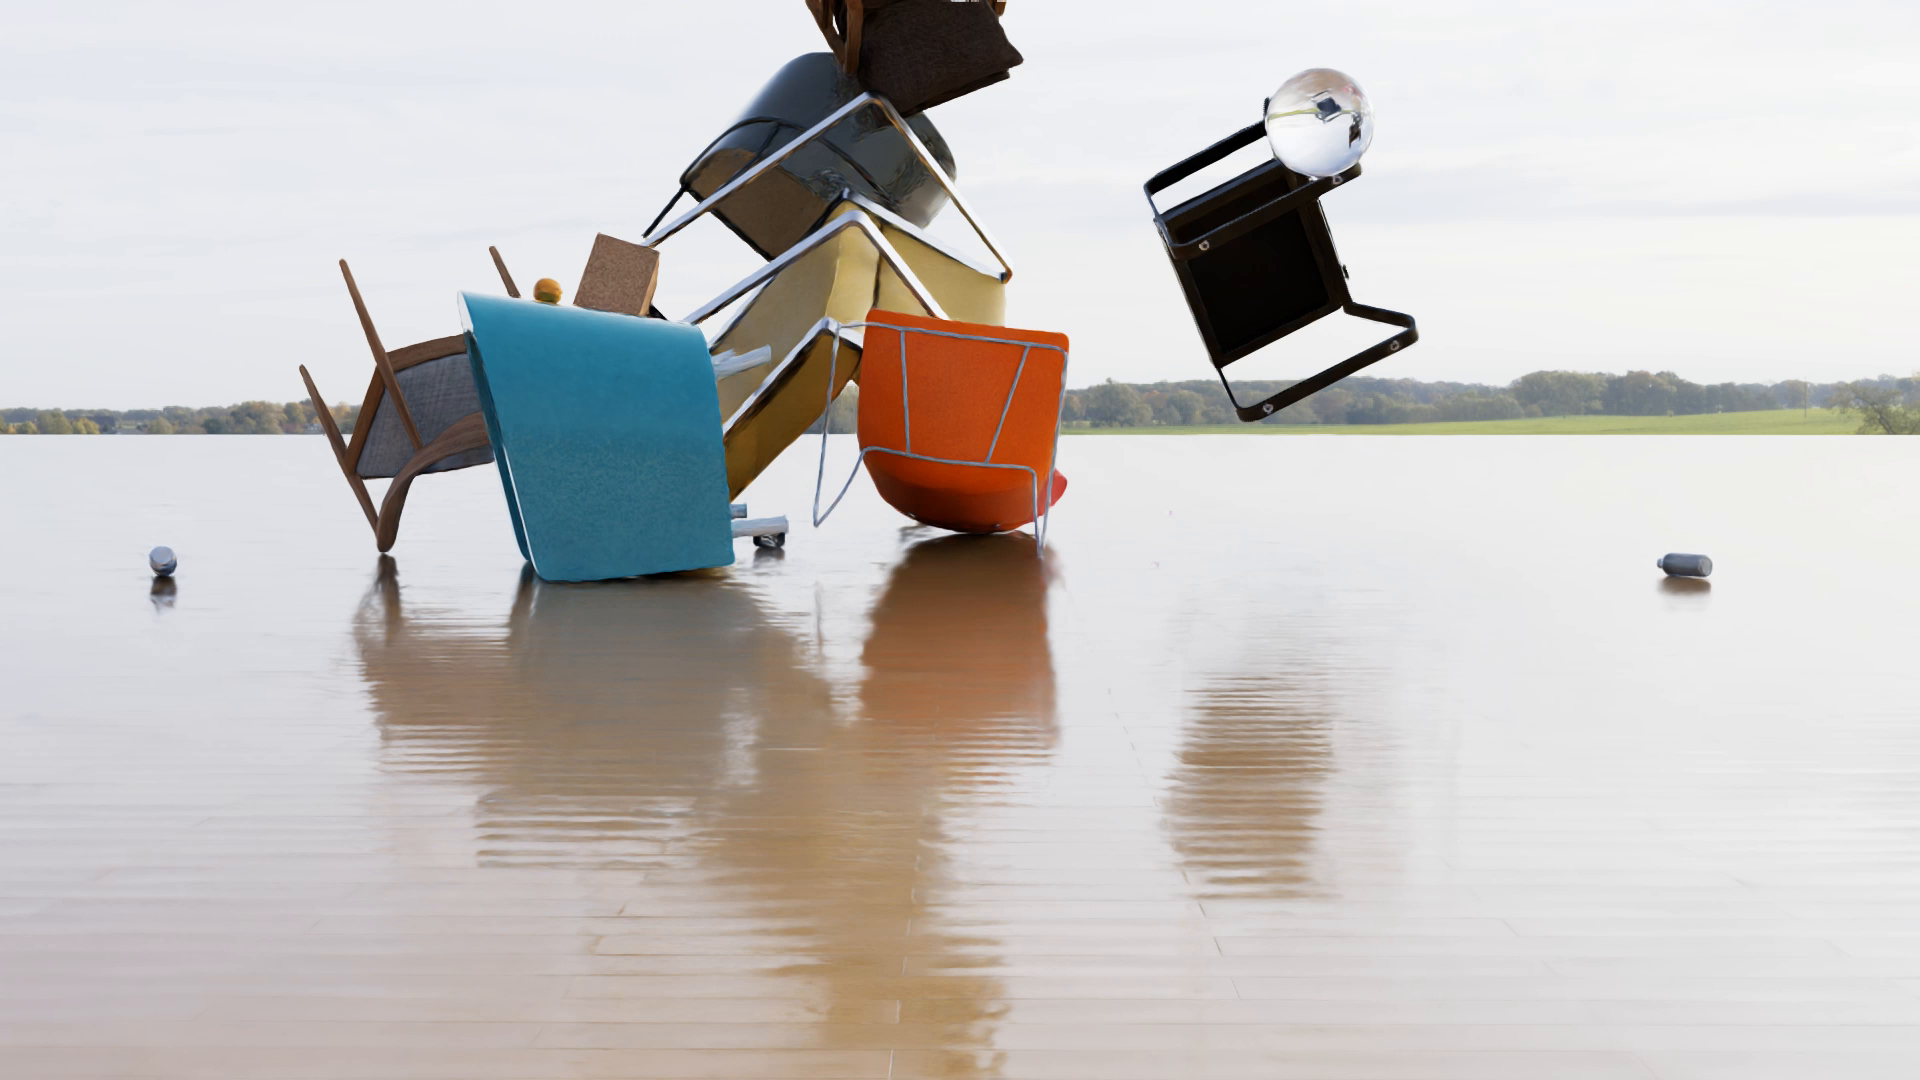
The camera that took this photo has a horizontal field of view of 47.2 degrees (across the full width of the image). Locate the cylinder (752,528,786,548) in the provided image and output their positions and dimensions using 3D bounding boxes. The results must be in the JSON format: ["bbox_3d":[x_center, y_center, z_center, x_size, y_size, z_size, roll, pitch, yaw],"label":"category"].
[{"bbox_3d":[-0.540,-0.006,6.214,0.066,0.057,0.068,3,-8,39],"label":"cylinder"}]

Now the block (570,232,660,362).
[{"bbox_3d":[-0.979,-0.686,6.233,0.182,0.249,0.238,17,-20,-5],"label":"block"}]

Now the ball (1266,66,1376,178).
[{"bbox_3d":[0.801,-0.928,4.887,0.243,0.243,0.243,0,4,0],"label":"ball"}]

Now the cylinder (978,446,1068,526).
[{"bbox_3d":[0.205,-0.174,7.136,0.239,0.140,0.175,-37,50,-8],"label":"cylinder"}]

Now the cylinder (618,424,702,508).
[{"bbox_3d":[-1.131,-0.280,8.298,0.275,0.285,0.142,3,36,39],"label":"cylinder"}]
